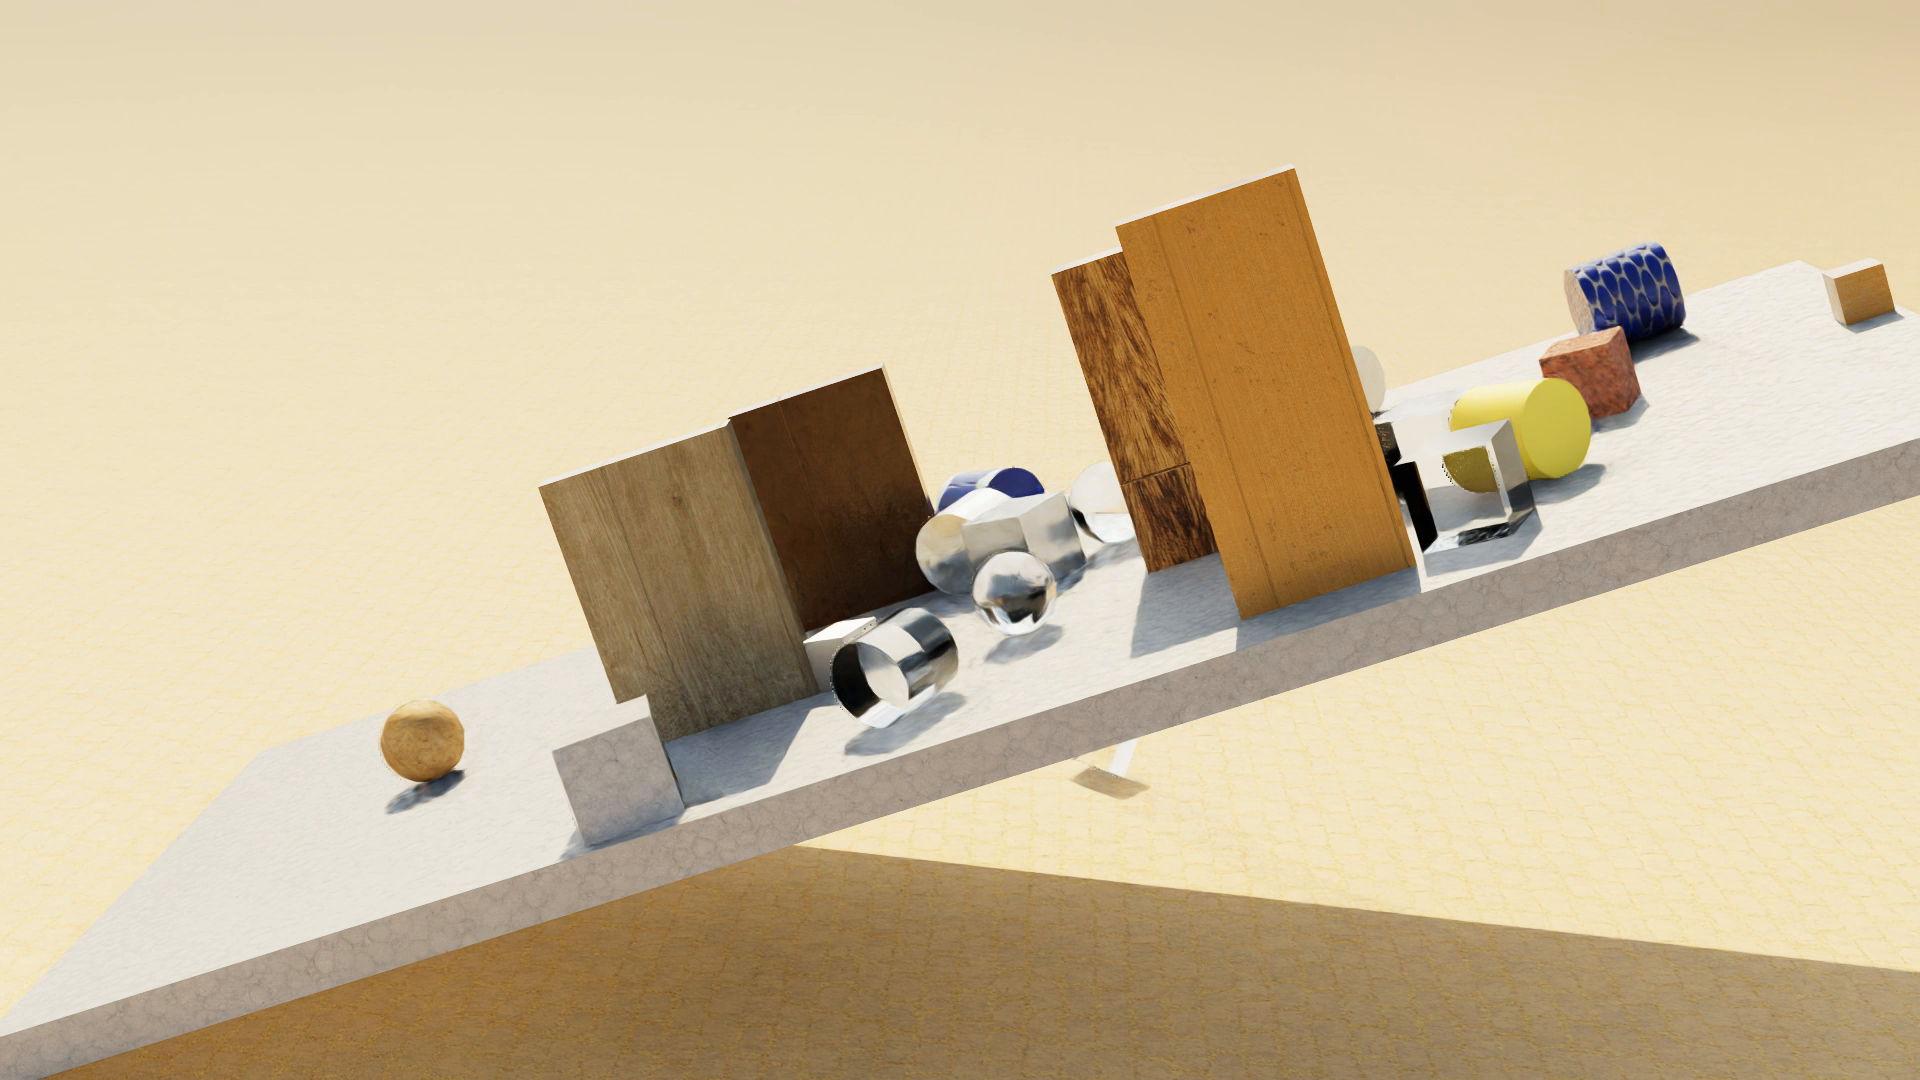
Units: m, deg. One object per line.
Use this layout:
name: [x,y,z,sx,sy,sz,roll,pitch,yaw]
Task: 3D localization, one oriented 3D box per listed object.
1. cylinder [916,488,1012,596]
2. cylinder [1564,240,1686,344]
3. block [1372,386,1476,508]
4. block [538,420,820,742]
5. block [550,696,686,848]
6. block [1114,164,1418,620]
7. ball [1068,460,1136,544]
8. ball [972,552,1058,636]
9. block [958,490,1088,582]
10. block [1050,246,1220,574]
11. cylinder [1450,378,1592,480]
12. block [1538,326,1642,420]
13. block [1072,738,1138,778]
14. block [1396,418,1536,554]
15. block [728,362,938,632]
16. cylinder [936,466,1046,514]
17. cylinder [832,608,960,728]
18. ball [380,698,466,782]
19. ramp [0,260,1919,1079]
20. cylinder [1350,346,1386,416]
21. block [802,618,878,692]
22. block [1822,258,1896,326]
cylinder: [0.028,0.003,6.555,0.189,0.189,0.189,6,21,26]
cylinder: [1.525,-0.555,6.754,0.210,0.210,0.210,-19,12,0]
block: [0.960,-0.187,5.945,0.179,0.179,0.179,-9,14,42]
block: [-0.570,0.096,6.035,0.405,0.585,0.081,-18,11,6]
block: [-0.645,0.432,5.524,0.194,0.194,0.194,-20,11,-5]
block: [0.565,-0.270,5.434,0.340,0.771,0.092,-18,11,6]
ball: [0.331,-0.083,6.484,0.184,0.184,0.184,0,12,0]
ball: [0.110,0.108,5.927,0.172,0.172,0.172,0,12,0]
block: [0.137,0.011,6.381,0.170,0.170,0.170,-9,14,41]
block: [0.490,-0.309,6.074,0.422,0.655,0.101,-18,11,6]
cylinder: [1.105,-0.215,5.801,0.194,0.194,0.194,-9,3,-35]
block: [1.326,-0.344,6.188,0.150,0.150,0.150,-13,12,28]
block: [0.362,0.524,7.585,0.124,0.124,0.124,21,-3,-36]
block: [0.951,-0.101,5.525,0.179,0.179,0.179,-13,12,29]
block: [-0.264,-0.095,6.651,0.365,0.520,0.082,-18,11,6]
cylinder: [0.073,-0.071,6.855,0.188,0.188,0.188,-9,3,-36]
cylinder: [-0.123,0.243,5.623,0.176,0.176,0.176,8,26,33]
ball: [-1.175,0.439,6.434,0.182,0.182,0.182,0,12,0]
ramp: [0.104,0.181,6.307,4.000,0.100,2.000,-18,11,6]
cylinder: [0.888,-0.366,6.988,0.173,0.173,0.173,-11,3,-43]
block: [-0.230,0.236,6.030,0.112,0.112,0.112,-9,14,41]
block: [1.906,-0.527,6.240,0.105,0.105,0.105,-18,11,6]
